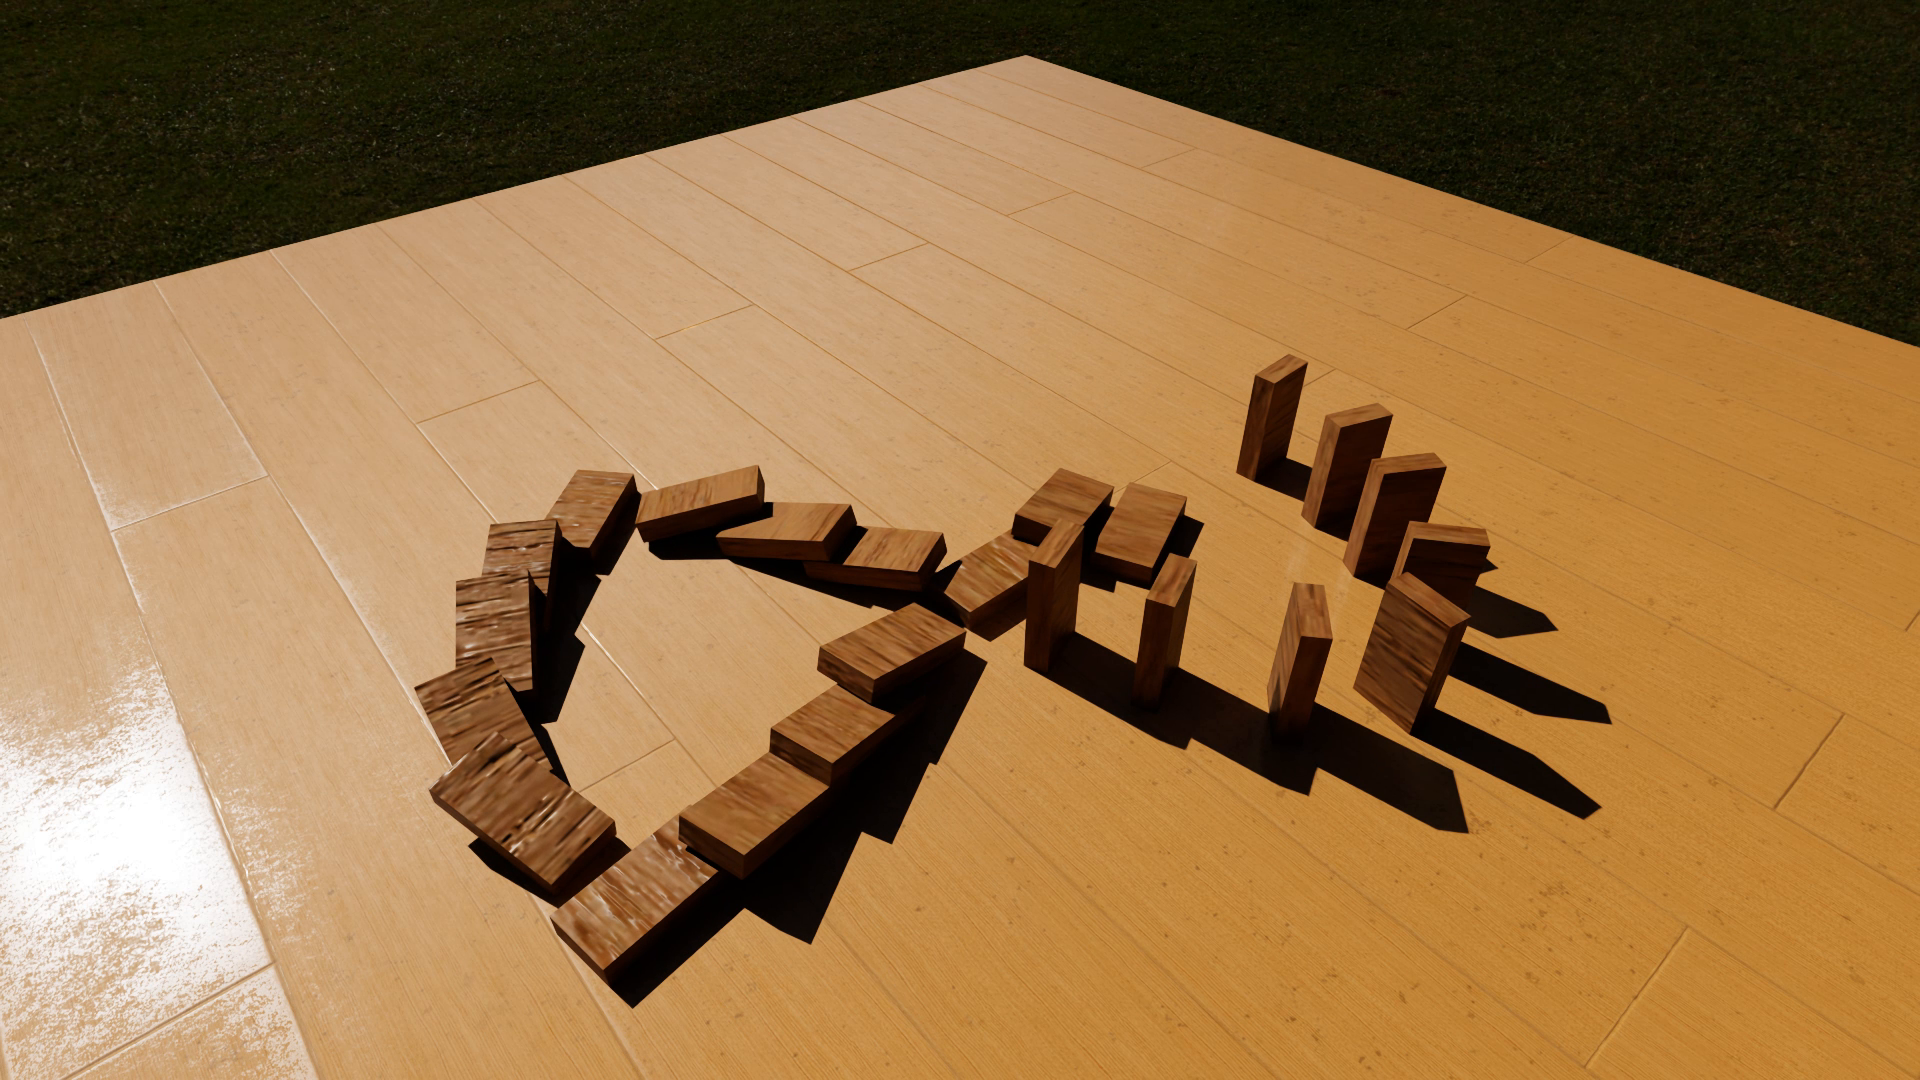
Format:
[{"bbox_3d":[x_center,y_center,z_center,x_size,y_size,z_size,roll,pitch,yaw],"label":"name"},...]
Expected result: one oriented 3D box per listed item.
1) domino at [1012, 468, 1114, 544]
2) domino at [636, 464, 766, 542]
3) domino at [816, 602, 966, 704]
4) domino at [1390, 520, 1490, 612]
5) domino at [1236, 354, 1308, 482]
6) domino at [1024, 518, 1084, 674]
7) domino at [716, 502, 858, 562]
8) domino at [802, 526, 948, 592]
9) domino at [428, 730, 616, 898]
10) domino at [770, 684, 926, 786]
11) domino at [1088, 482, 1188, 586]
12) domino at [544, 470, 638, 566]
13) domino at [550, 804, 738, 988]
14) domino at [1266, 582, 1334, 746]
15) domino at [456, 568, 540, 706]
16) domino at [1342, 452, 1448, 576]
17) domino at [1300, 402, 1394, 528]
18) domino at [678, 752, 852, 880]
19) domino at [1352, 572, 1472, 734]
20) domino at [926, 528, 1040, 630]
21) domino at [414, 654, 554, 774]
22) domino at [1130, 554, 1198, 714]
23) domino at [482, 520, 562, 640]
[{"bbox_3d":[0.043,-0.012,0.450,0.025,0.010,0.050,21,33,17],"label":"domino"},{"bbox_3d":[-0.106,-0.015,0.452,0.050,0.010,0.025,-14,33,0],"label":"domino"},{"bbox_3d":[-0.023,0.039,0.385,0.025,0.009,0.050,26,30,30],"label":"domino"},{"bbox_3d":[0.167,0.017,0.391,0.025,0.050,0.009,7,40,8],"label":"domino"},{"bbox_3d":[0.135,-0.052,0.475,0.025,0.050,0.009,-31,49,-32],"label":"domino"},{"bbox_3d":[0.033,0.020,0.387,0.010,0.050,0.025,18,43,21],"label":"domino"},{"bbox_3d":[-0.069,-0.004,0.439,0.050,0.010,0.025,2,37,26],"label":"domino"},{"bbox_3d":[-0.033,0.006,0.428,0.050,0.009,0.025,5,38,24],"label":"domino"},{"bbox_3d":[-0.132,0.082,0.333,0.050,0.010,0.025,31,51,14],"label":"domino"},{"bbox_3d":[-0.036,0.060,0.361,0.025,0.009,0.050,23,31,26],"label":"domino"},{"bbox_3d":[0.073,-0.003,0.447,0.025,0.010,0.050,16,42,19],"label":"domino"},{"bbox_3d":[-0.155,-0.010,0.456,0.025,0.009,0.050,4,40,5],"label":"domino"},{"bbox_3d":[-0.089,0.102,0.319,0.025,0.010,0.050,28,47,30],"label":"domino"},{"bbox_3d":[0.111,0.041,0.361,0.010,0.050,0.025,5,40,6],"label":"domino"},{"bbox_3d":[-0.164,0.035,0.389,0.025,0.010,0.050,-10,56,-10],"label":"domino"},{"bbox_3d":[0.166,-0.009,0.423,0.025,0.050,0.009,-7,40,-8],"label":"domino"},{"bbox_3d":[0.157,-0.030,0.448,0.025,0.050,0.009,-14,41,-17],"label":"domino"},{"bbox_3d":[-0.059,0.080,0.336,0.025,0.009,0.050,22,30,25],"label":"domino"},{"bbox_3d":[0.149,0.038,0.365,0.009,0.050,0.025,-21,44,-24],"label":"domino"},{"bbox_3d":[0.014,0.014,0.427,0.050,0.010,0.025,-30,48,-31],"label":"domino"},{"bbox_3d":[-0.154,0.063,0.357,0.025,0.010,0.050,-26,60,-28],"label":"domino"},{"bbox_3d":[0.069,0.032,0.372,0.010,0.050,0.025,17,42,20],"label":"domino"},{"bbox_3d":[-0.167,0.015,0.417,0.025,0.010,0.050,-5,52,-6],"label":"domino"}]
